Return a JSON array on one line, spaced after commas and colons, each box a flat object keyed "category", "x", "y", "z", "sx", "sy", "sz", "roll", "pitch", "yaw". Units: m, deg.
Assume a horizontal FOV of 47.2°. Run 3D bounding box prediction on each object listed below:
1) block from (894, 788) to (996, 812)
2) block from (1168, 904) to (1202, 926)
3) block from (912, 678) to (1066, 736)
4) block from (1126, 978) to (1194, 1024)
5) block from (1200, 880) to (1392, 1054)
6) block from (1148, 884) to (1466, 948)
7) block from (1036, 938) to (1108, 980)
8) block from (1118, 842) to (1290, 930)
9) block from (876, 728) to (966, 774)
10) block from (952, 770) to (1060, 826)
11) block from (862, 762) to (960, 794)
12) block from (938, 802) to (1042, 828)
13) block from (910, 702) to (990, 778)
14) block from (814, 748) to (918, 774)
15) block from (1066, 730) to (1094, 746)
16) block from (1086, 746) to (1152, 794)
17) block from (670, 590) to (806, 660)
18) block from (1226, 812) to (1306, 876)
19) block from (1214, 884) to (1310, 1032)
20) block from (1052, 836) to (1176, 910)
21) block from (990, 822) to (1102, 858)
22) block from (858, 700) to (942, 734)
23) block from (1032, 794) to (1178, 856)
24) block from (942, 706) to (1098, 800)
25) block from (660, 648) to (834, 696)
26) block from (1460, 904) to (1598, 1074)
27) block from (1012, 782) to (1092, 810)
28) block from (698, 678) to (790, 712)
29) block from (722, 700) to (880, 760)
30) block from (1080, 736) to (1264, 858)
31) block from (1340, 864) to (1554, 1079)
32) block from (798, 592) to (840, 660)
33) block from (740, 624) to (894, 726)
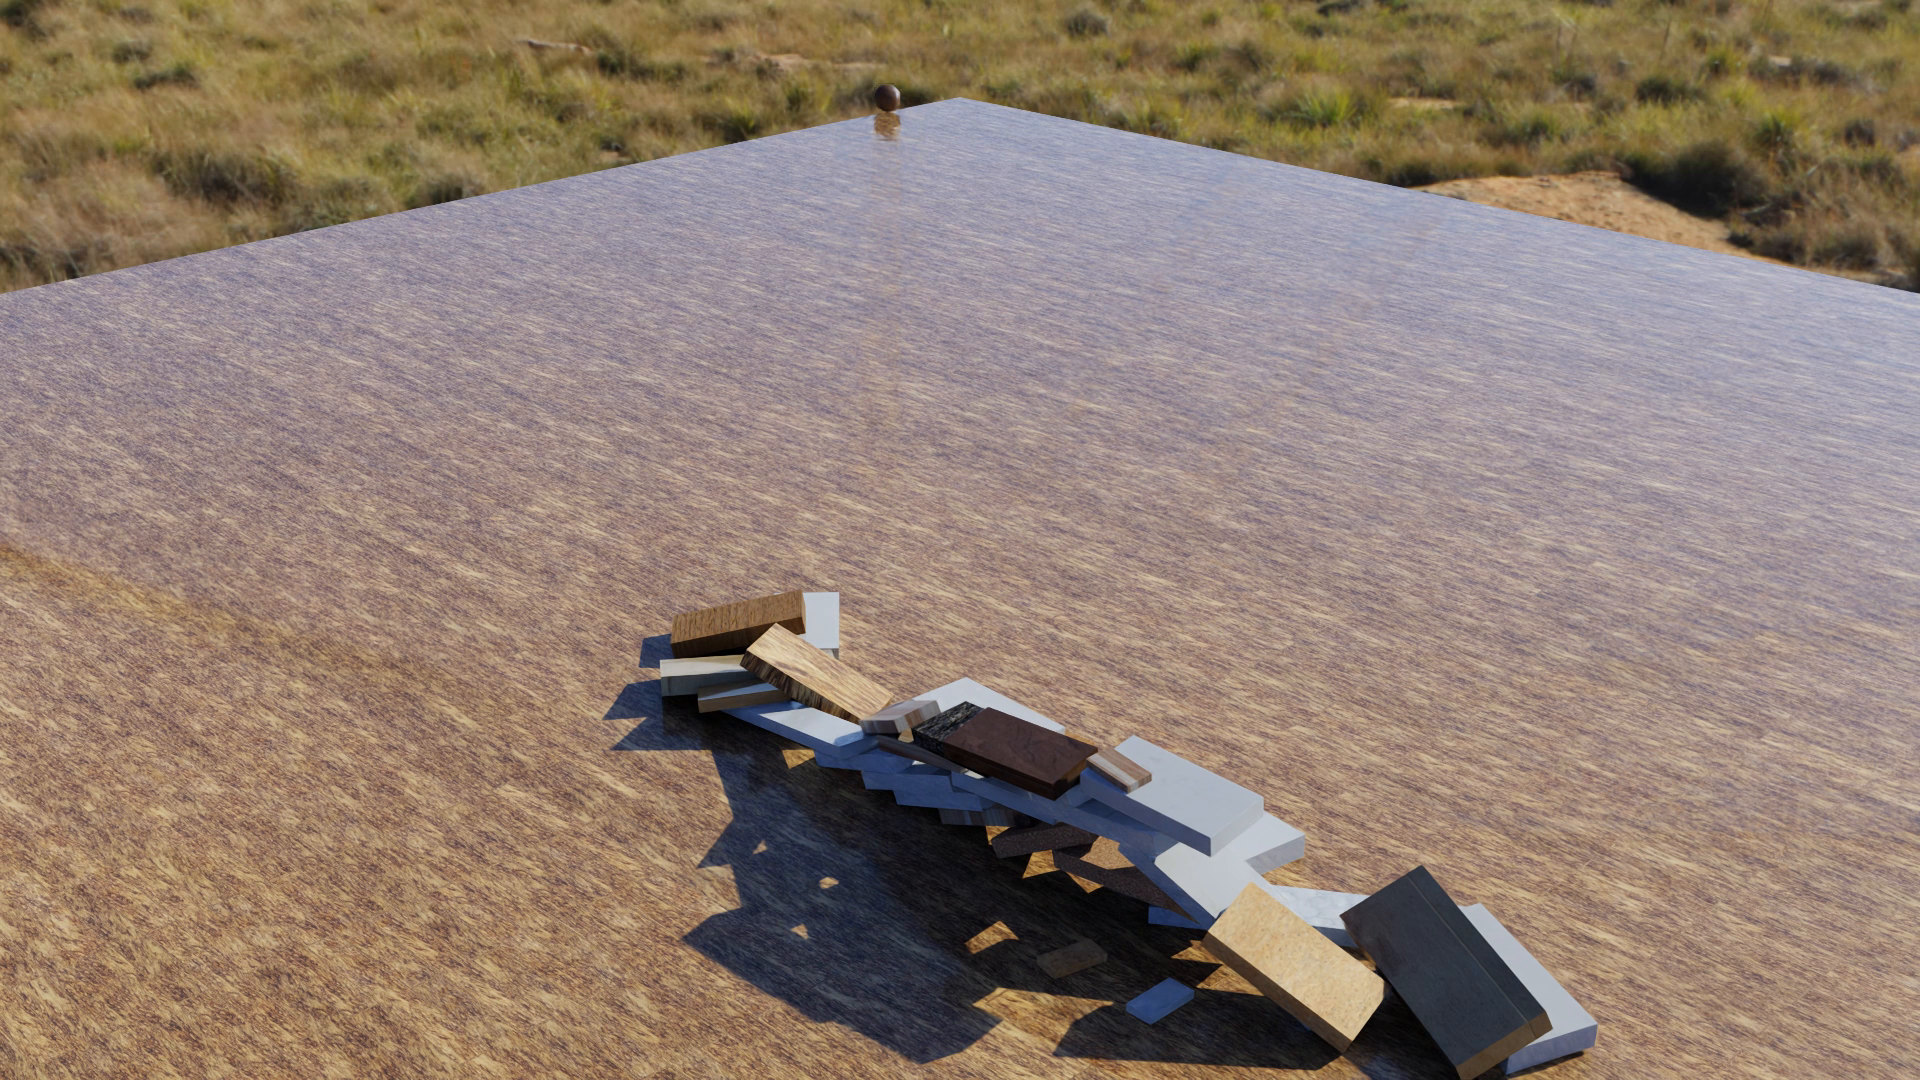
[{"category": "block", "x": -0.001, "y": 0.496, "z": 4.429, "sx": 0.130, "sy": 0.037, "sz": 0.260, "roll": -26, "pitch": 15, "yaw": -39}, {"category": "block", "x": 0.413, "y": 0.637, "z": 4.100, "sx": 0.125, "sy": 0.035, "sz": 0.250, "roll": -23, "pitch": 24, "yaw": -31}, {"category": "block", "x": 0.058, "y": 0.387, "z": 4.679, "sx": 0.157, "sy": 0.044, "sz": 0.313, "roll": -19, "pitch": 29, "yaw": -37}, {"category": "block", "x": 0.350, "y": 0.805, "z": 3.843, "sx": 0.114, "sy": 0.016, "sz": 0.057, "roll": -21, "pitch": 30, "yaw": -40}, {"category": "block", "x": 0.579, "y": 0.734, "z": 3.790, "sx": 0.300, "sy": 0.042, "sz": 0.150, "roll": 36, "pitch": 46, "yaw": 16}, {"category": "block", "x": 0.646, "y": 0.695, "z": 4.077, "sx": 0.580, "sy": 0.035, "sz": 0.125, "roll": 5, "pitch": 23, "yaw": 11}, {"category": "block", "x": 0.202, "y": 0.754, "z": 3.962, "sx": 0.114, "sy": 0.016, "sz": 0.057, "roll": -13, "pitch": 26, "yaw": -28}, {"category": "block", "x": 0.441, "y": 0.609, "z": 3.985, "sx": 0.289, "sy": 0.041, "sz": 0.144, "roll": 40, "pitch": 48, "yaw": 24}, {"category": "block", "x": -0.036, "y": 0.402, "z": 4.409, "sx": 0.130, "sy": 0.037, "sz": 0.261, "roll": -24, "pitch": 21, "yaw": -35}, {"category": "block", "x": 0.124, "y": 0.471, "z": 4.279, "sx": 0.260, "sy": 0.037, "sz": 0.130, "roll": 17, "pitch": 32, "yaw": 39}, {"category": "block", "x": -0.065, "y": 0.466, "z": 4.471, "sx": 0.261, "sy": 0.037, "sz": 0.131, "roll": -4, "pitch": 17, "yaw": 46}, {"category": "block", "x": 0.091, "y": 0.522, "z": 4.360, "sx": 0.130, "sy": 0.037, "sz": 0.260, "roll": -27, "pitch": 14, "yaw": -41}, {"category": "block", "x": 0.032, "y": 0.386, "z": 4.277, "sx": 0.134, "sy": 0.038, "sz": 0.268, "roll": -24, "pitch": 21, "yaw": -26}, {"category": "block", "x": -0.173, "y": 0.435, "z": 4.574, "sx": 0.130, "sy": 0.037, "sz": 0.261, "roll": -26, "pitch": 16, "yaw": -38}, {"category": "block", "x": 0.091, "y": 0.420, "z": 4.716, "sx": 0.378, "sy": 0.044, "sz": 0.155, "roll": 20, "pitch": 30, "yaw": 38}, {"category": "block", "x": 0.286, "y": 0.414, "z": 3.965, "sx": 0.057, "sy": 0.016, "sz": 0.114, "roll": -24, "pitch": 36, "yaw": -30}, {"category": "block", "x": -0.519, "y": 0.198, "z": 5.162, "sx": 0.310, "sy": 0.044, "sz": 0.155, "roll": -12, "pitch": 23, "yaw": 1}, {"category": "block", "x": 0.498, "y": 0.562, "z": 4.373, "sx": 0.176, "sy": 0.050, "sz": 0.351, "roll": -16, "pitch": 28, "yaw": -33}, {"category": "block", "x": 0.574, "y": 0.728, "z": 3.850, "sx": 0.125, "sy": 0.035, "sz": 0.250, "roll": -23, "pitch": 58, "yaw": -35}, {"category": "block", "x": 0.326, "y": 0.602, "z": 4.123, "sx": 0.144, "sy": 0.041, "sz": 0.289, "roll": -26, "pitch": 26, "yaw": -36}, {"category": "block", "x": 0.203, "y": 0.548, "z": 4.227, "sx": 0.144, "sy": 0.041, "sz": 0.289, "roll": -26, "pitch": 4, "yaw": -39}, {"category": "block", "x": -0.123, "y": 0.358, "z": 4.453, "sx": 0.100, "sy": 0.028, "sz": 0.200, "roll": -24, "pitch": 5, "yaw": -23}, {"category": "block", "x": 0.297, "y": 0.489, "z": 4.051, "sx": 0.150, "sy": 0.042, "sz": 0.333, "roll": -26, "pitch": 24, "yaw": -33}, {"category": "block", "x": 0.112, "y": 0.397, "z": 4.103, "sx": 0.268, "sy": 0.038, "sz": 0.134, "roll": 17, "pitch": 38, "yaw": 39}, {"category": "block", "x": -0.478, "y": 0.298, "z": 4.961, "sx": 0.391, "sy": 0.044, "sz": 0.157, "roll": -3, "pitch": 11, "yaw": -8}, {"category": "block", "x": 0.926, "y": 0.773, "z": 3.821, "sx": 0.176, "sy": 0.050, "sz": 0.351, "roll": -12, "pitch": 31, "yaw": -18}, {"category": "block", "x": 0.179, "y": 0.432, "z": 4.157, "sx": 0.134, "sy": 0.038, "sz": 0.269, "roll": -24, "pitch": 21, "yaw": -27}, {"category": "block", "x": -0.474, "y": 0.338, "z": 4.832, "sx": 0.200, "sy": 0.028, "sz": 0.100, "roll": -8, "pitch": 14, "yaw": -4}, {"category": "block", "x": -0.347, "y": 0.388, "z": 4.691, "sx": 0.100, "sy": 0.028, "sz": 0.498, "roll": -16, "pitch": 17, "yaw": -33}, {"category": "block", "x": 0.378, "y": 0.456, "z": 3.941, "sx": 0.300, "sy": 0.042, "sz": 0.150, "roll": 23, "pitch": 40, "yaw": 38}, {"category": "block", "x": 0.829, "y": 0.740, "z": 3.785, "sx": 0.175, "sy": 0.050, "sz": 0.408, "roll": -31, "pitch": 35, "yaw": -3}, {"category": "block", "x": -0.365, "y": 0.210, "z": 5.210, "sx": 0.157, "sy": 0.044, "sz": 0.313, "roll": -1, "pitch": 23, "yaw": -3}, {"category": "block", "x": -0.312, "y": 0.307, "z": 4.818, "sx": 0.311, "sy": 0.044, "sz": 0.155, "roll": 30, "pitch": 28, "yaw": 8}]
